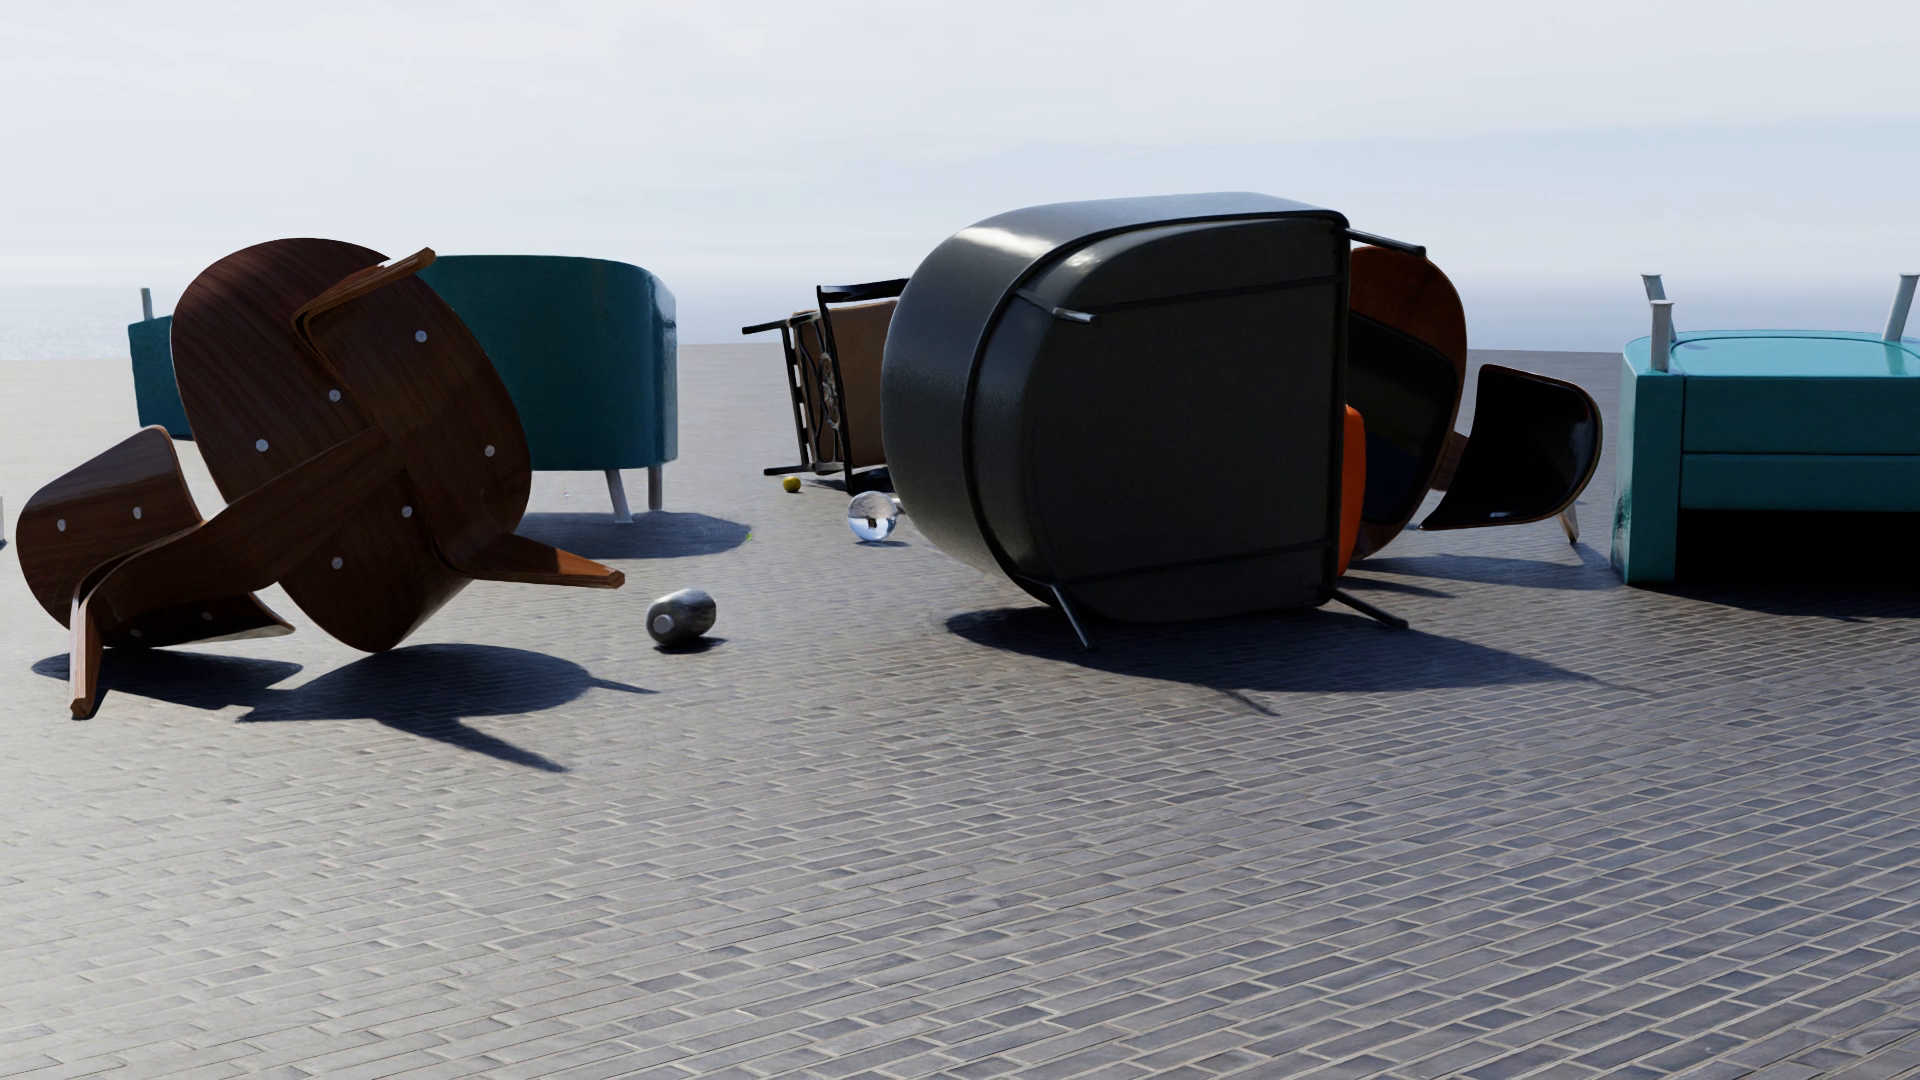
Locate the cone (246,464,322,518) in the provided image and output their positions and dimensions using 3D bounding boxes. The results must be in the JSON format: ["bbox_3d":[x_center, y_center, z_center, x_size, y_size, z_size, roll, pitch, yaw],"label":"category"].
[{"bbox_3d":[-1.873,-0.143,7.097,0.190,0.143,0.229,3,6,25],"label":"cone"}]

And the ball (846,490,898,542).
[{"bbox_3d":[-0.218,-0.060,6.369,0.127,0.127,0.127,0,6,0],"label":"ball"}]

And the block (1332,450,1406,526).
[{"bbox_3d":[1.096,-0.142,6.874,0.158,0.188,0.106,4,7,35],"label":"block"}]

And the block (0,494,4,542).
[{"bbox_3d":[-2.447,-0.046,6.318,0.153,0.111,0.209,-2,6,-15],"label":"block"}]

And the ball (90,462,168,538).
[{"bbox_3d":[-2.094,-0.101,6.472,0.188,0.188,0.188,0,6,0],"label":"ball"}]

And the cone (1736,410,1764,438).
[{"bbox_3d":[3.085,-0.441,9.965,0.094,0.109,0.128,13,42,-15],"label":"cone"}]

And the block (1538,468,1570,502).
[{"bbox_3d":[1.744,-0.163,7.533,0.069,0.094,0.111,0,6,3],"label":"block"}]

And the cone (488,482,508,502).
[{"bbox_3d":[-1.336,-0.127,7.497,0.047,0.076,0.084,44,-7,16],"label":"cone"}]

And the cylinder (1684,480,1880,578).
[{"bbox_3d":[1.835,-0.027,5.734,0.289,0.191,0.308,5,4,-23],"label":"cylinder"}]
